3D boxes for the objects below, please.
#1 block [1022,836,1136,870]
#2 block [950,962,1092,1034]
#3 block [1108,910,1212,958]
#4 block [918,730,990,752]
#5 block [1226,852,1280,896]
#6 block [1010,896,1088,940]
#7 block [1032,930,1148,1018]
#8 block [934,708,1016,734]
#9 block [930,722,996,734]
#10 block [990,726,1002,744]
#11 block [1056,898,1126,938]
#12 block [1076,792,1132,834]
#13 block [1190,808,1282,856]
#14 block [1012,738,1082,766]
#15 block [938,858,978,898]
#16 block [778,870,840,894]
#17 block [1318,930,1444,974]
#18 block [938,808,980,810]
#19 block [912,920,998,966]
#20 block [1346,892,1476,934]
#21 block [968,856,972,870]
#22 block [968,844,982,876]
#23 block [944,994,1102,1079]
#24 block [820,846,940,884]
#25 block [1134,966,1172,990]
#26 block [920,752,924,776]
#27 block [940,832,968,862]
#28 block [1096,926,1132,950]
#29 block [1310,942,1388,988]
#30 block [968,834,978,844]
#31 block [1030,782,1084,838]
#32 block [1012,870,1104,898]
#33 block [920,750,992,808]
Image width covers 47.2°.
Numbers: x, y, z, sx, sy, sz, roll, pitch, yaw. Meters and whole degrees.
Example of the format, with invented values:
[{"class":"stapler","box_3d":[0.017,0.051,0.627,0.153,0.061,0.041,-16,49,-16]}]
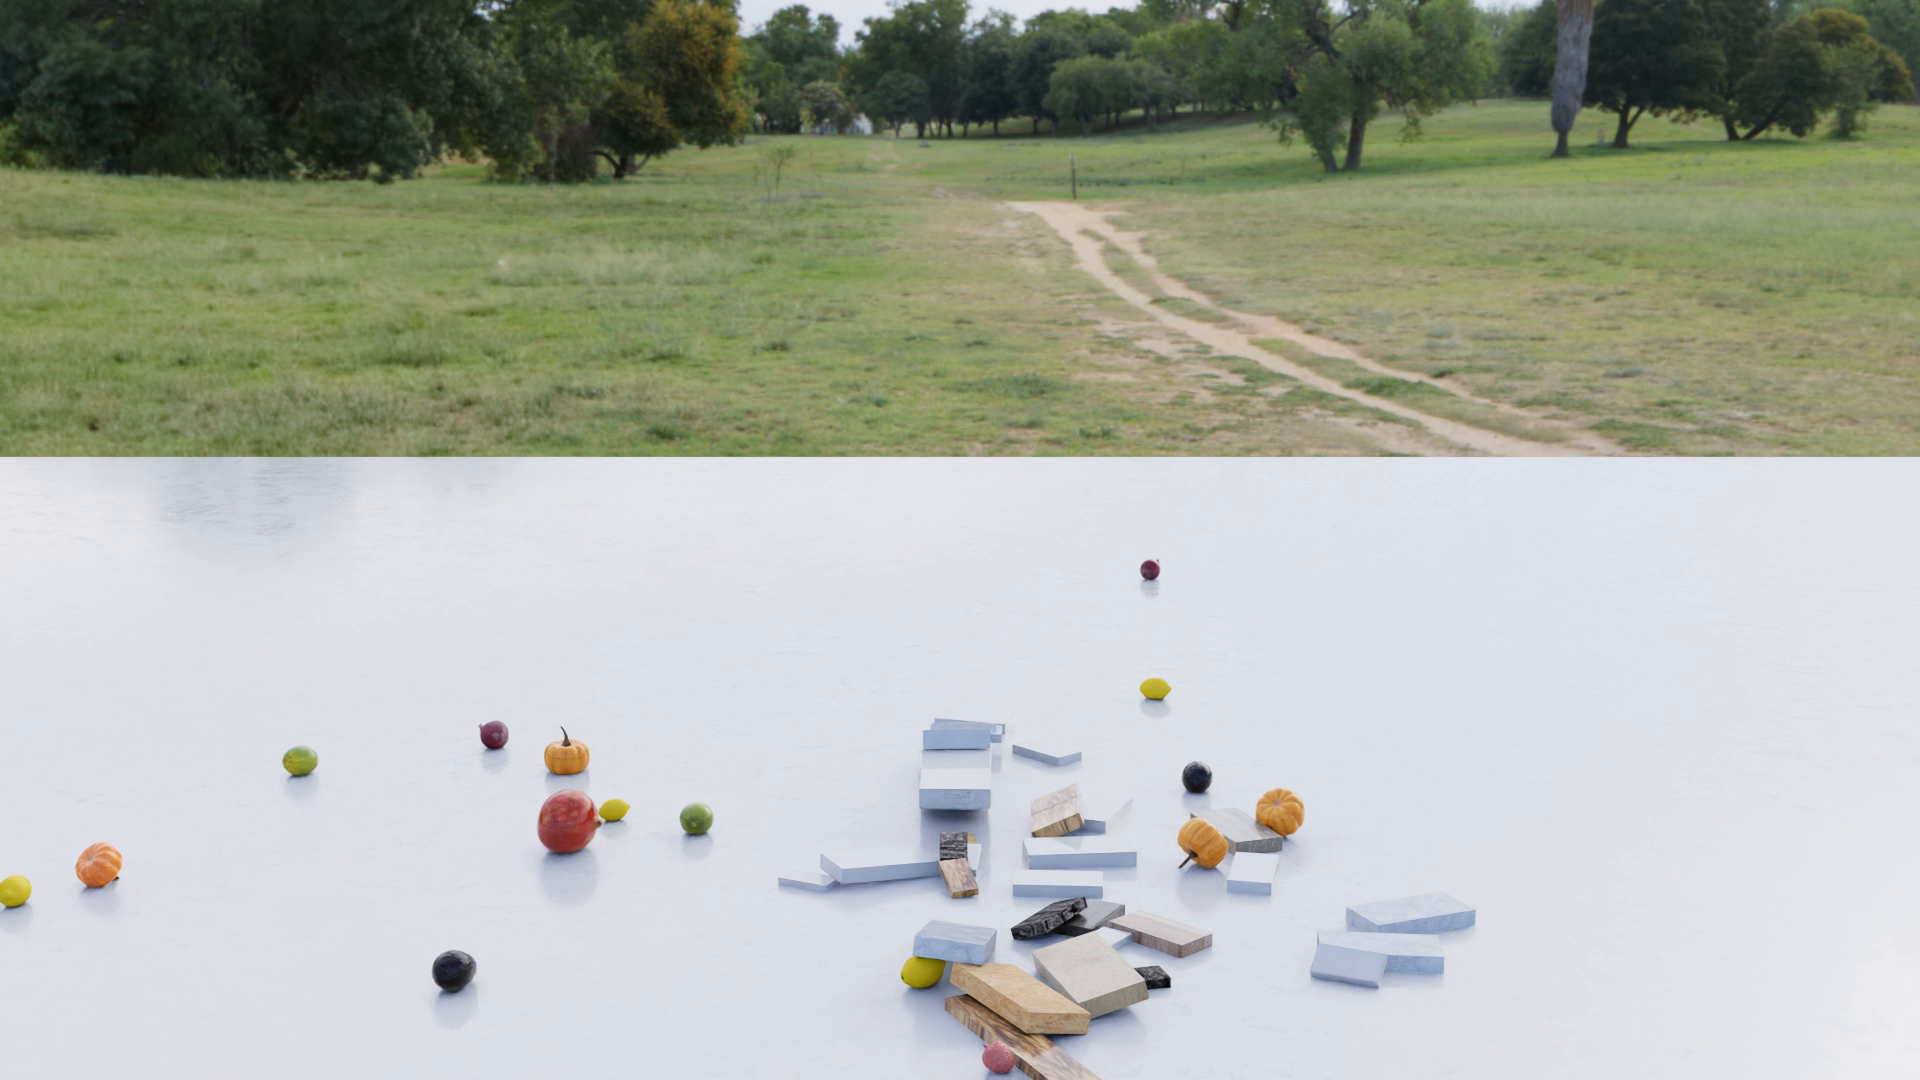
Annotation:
[{"class":"block","box_3d":[0.208,0.545,3.840,0.188,0.026,0.092,-1,11,-5]},{"class":"block","box_3d":[0.085,0.657,3.157,0.104,0.030,0.209,9,5,-32]},{"class":"block","box_3d":[0.315,0.619,3.457,0.075,0.021,0.149,-10,15,-44]},{"class":"block","box_3d":[-0.014,0.393,4.301,0.127,0.036,0.255,-1,-7,-3]},{"class":"block","box_3d":[0.499,0.566,3.739,0.075,0.021,0.149,2,11,13]},{"class":"block","box_3d":[0.142,0.600,3.492,0.063,0.018,0.127,-18,1,37]},{"class":"block","box_3d":[0.190,0.642,3.247,0.104,0.030,0.209,-16,14,-14]},{"class":"block","box_3d":[0.033,0.388,4.698,0.158,0.022,0.079,3,11,18]},{"class":"block","box_3d":[0.008,0.375,4.382,0.067,0.019,0.133,-6,-8,35]},{"class":"block","box_3d":[0.020,0.399,4.523,0.133,0.019,0.067,0,11,2]},{"class":"block","box_3d":[0.210,0.608,3.525,0.063,0.018,0.127,6,12,27]},{"class":"block","box_3d":[0.257,0.505,4.068,0.079,0.022,0.158,4,11,22]},{"class":"block","box_3d":[0.495,0.524,3.954,0.092,0.026,0.184,-4,11,-19]},{"class":"block","box_3d":[0.177,0.432,4.470,0.067,0.019,0.133,-10,14,-42]},{"class":"block","box_3d":[-0.002,0.567,3.687,0.046,0.013,0.093,-6,26,-12]},{"class":"block","box_3d":[-0.255,0.576,3.710,0.093,0.013,0.046,5,12,27]},{"class":"block","box_3d":[0.644,0.631,3.374,0.185,0.026,0.092,1,11,6]},{"class":"block","box_3d":[-0.002,0.454,4.342,0.079,0.022,0.449,0,11,0]},{"class":"block","box_3d":[-0.006,0.608,3.328,0.104,0.030,0.209,7,-3,6]},{"class":"block","box_3d":[0.723,0.603,3.528,0.184,0.026,0.092,-4,11,-22]},{"class":"block","box_3d":[-0.008,0.548,3.768,0.046,0.013,0.093,-3,19,-6]},{"class":"block","box_3d":[0.009,0.552,3.796,0.048,0.014,0.095,1,19,6]},{"class":"block","box_3d":[0.088,0.698,3.036,0.063,0.018,0.365,-5,12,-26]},{"class":"block","box_3d":[-0.136,0.554,3.755,0.185,0.026,0.092,0,10,-27]},{"class":"block","box_3d":[0.256,0.655,3.277,0.104,0.015,0.052,-3,11,-15]},{"class":"block","box_3d":[-0.010,0.454,4.178,0.127,0.036,0.255,0,11,0]},{"class":"block","box_3d":[-0.011,0.530,3.780,0.048,0.014,0.095,-1,19,0]},{"class":"block","box_3d":[0.218,0.629,3.420,0.052,0.015,0.104,7,13,34]},{"class":"block","box_3d":[0.583,0.638,3.297,0.104,0.015,0.052,5,46,26]},{"class":"block","box_3d":[0.006,0.542,3.890,0.048,0.014,0.095,-1,11,-5]},{"class":"block","box_3d":[0.176,0.497,4.001,0.092,0.026,0.184,-23,9,6]},{"class":"block","box_3d":[0.165,0.576,3.685,0.149,0.021,0.075,1,11,4]},{"class":"block","box_3d":[-0.006,0.440,4.060,0.127,0.036,0.255,0,11,1]}]
